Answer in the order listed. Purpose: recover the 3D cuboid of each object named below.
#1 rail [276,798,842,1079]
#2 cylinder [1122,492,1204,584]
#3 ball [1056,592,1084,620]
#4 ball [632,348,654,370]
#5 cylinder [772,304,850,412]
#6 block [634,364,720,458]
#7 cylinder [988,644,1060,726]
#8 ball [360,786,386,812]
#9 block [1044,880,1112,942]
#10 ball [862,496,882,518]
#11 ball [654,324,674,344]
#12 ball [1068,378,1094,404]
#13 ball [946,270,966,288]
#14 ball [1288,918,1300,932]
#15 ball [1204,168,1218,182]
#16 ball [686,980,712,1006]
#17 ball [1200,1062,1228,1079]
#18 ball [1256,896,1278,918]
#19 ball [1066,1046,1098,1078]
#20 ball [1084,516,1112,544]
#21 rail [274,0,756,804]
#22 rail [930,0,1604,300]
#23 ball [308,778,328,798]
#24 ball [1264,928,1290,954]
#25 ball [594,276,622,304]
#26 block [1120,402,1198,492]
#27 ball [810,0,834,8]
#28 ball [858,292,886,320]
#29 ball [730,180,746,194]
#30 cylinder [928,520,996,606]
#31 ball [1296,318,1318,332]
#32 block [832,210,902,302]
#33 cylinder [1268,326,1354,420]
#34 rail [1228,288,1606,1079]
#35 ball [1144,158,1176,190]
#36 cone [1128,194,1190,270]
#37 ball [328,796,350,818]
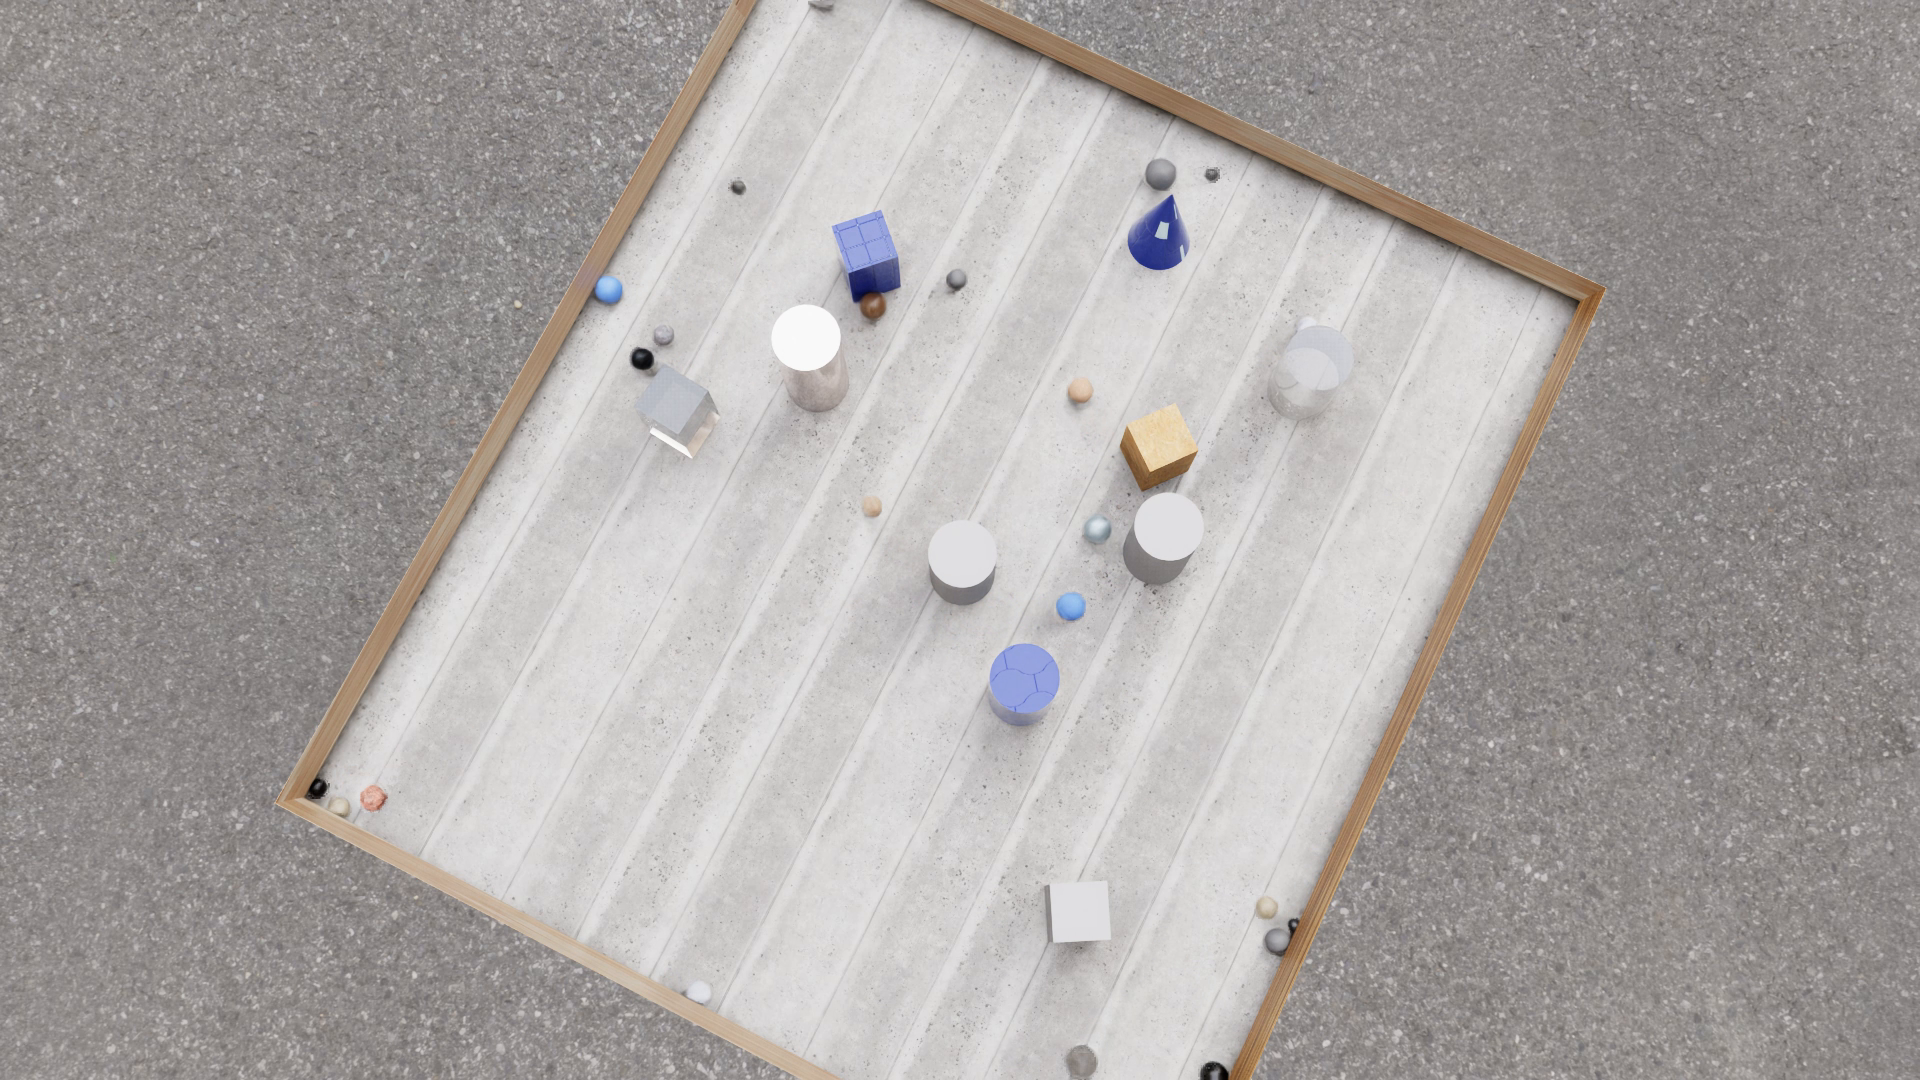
[{"bbox_3d":[-0.703,1.384,5.263,2.861,0.129,0.045,26,80,5],"label":"rail"},{"bbox_3d":[0.597,0.000,5.421,0.199,0.383,0.199,0,78,0],"label":"cylinder"},{"bbox_3d":[0.332,0.201,5.532,0.084,0.084,0.084,0,78,0],"label":"ball"},{"bbox_3d":[-0.987,-0.561,5.697,0.071,0.071,0.071,0,78,0],"label":"ball"},{"bbox_3d":[-0.444,-0.538,5.501,0.199,0.445,0.199,0,78,0],"label":"cylinder"},{"bbox_3d":[-0.853,-0.388,5.550,0.159,0.288,0.159,31,80,6],"label":"block"},{"bbox_3d":[0.182,0.426,5.345,0.199,0.358,0.199,0,78,0],"label":"cylinder"},{"bbox_3d":[-1.738,0.765,5.421,0.074,0.074,0.074,0,78,0],"label":"ball"},{"bbox_3d":[0.332,1.060,5.222,0.159,0.343,0.159,-3,78,-1],"label":"block"},{"bbox_3d":[-0.268,-0.101,5.605,0.065,0.065,0.065,0,78,0],"label":"ball"},{"bbox_3d":[-0.923,-0.641,5.717,0.064,0.064,0.064,0,78,0],"label":"ball"},{"bbox_3d":[0.375,-0.462,5.673,0.077,0.077,0.077,0,78,0],"label":"ball"},{"bbox_3d":[-0.012,-0.820,5.755,0.062,0.062,0.062,0,78,0],"label":"ball"},{"bbox_3d":[0.981,1.128,5.361,0.043,0.043,0.043,0,78,0],"label":"ball"},{"bbox_3d":[0.800,-1.163,5.836,0.041,0.041,0.041,0,78,0],"label":"ball"},{"bbox_3d":[-0.756,1.311,5.309,0.072,0.072,0.072,0,78,0],"label":"ball"},{"bbox_3d":[0.728,1.537,5.256,0.082,0.082,0.082,0,78,0],"label":"ball"},{"bbox_3d":[0.899,1.075,5.360,0.066,0.066,0.066,0,78,0],"label":"ball"},{"bbox_3d":[0.352,1.497,5.260,0.092,0.092,0.092,0,78,0],"label":"ball"},{"bbox_3d":[0.419,-0.032,5.579,0.086,0.086,0.086,0,78,0],"label":"ball"},{"bbox_3d":[-1.258,-0.609,5.676,0.045,0.129,3.192,26,80,5],"label":"rail"},{"bbox_3d":[0.703,-1.370,5.833,2.861,0.129,0.045,26,80,5],"label":"rail"},{"bbox_3d":[-1.905,0.736,5.436,0.055,0.055,0.055,0,78,0],"label":"ball"},{"bbox_3d":[0.925,1.167,5.337,0.073,0.073,0.073,0,78,0],"label":"ball"},{"bbox_3d":[-1.100,-0.782,5.735,0.085,0.085,0.085,0,78,0],"label":"ball"},{"bbox_3d":[0.599,-0.277,5.541,0.159,0.260,0.159,-24,79,-5],"label":"block"},{"bbox_3d":[-0.446,-1.771,5.936,0.093,0.093,0.093,0,78,0],"label":"ball"},{"bbox_3d":[-0.274,-0.732,5.725,0.086,0.086,0.086,0,78,0],"label":"ball"},{"bbox_3d":[-0.705,-1.121,5.825,0.047,0.047,0.047,0,78,0],"label":"ball"},{"bbox_3d":[0.007,0.071,5.444,0.199,0.309,0.199,0,78,0],"label":"cylinder"},{"bbox_3d":[1.084,-0.663,5.720,0.066,0.066,0.066,0,78,0],"label":"ball"},{"bbox_3d":[-0.287,-0.873,5.658,0.159,0.272,0.159,-19,79,-4],"label":"block"},{"bbox_3d":[1.056,-0.501,5.546,0.199,0.342,0.199,0,78,0],"label":"cylinder"},{"bbox_3d":[1.258,0.623,5.421,0.045,0.129,3.192,26,80,5],"label":"rail"},{"bbox_3d":[0.635,-1.160,5.806,0.099,0.099,0.099,0,78,0],"label":"ball"},{"bbox_3d":[0.630,-0.989,5.625,0.199,0.384,0.199,0,78,0],"label":"cone"},{"bbox_3d":[-1.837,0.790,5.420,0.065,0.065,0.065,0,78,0],"label":"ball"}]
